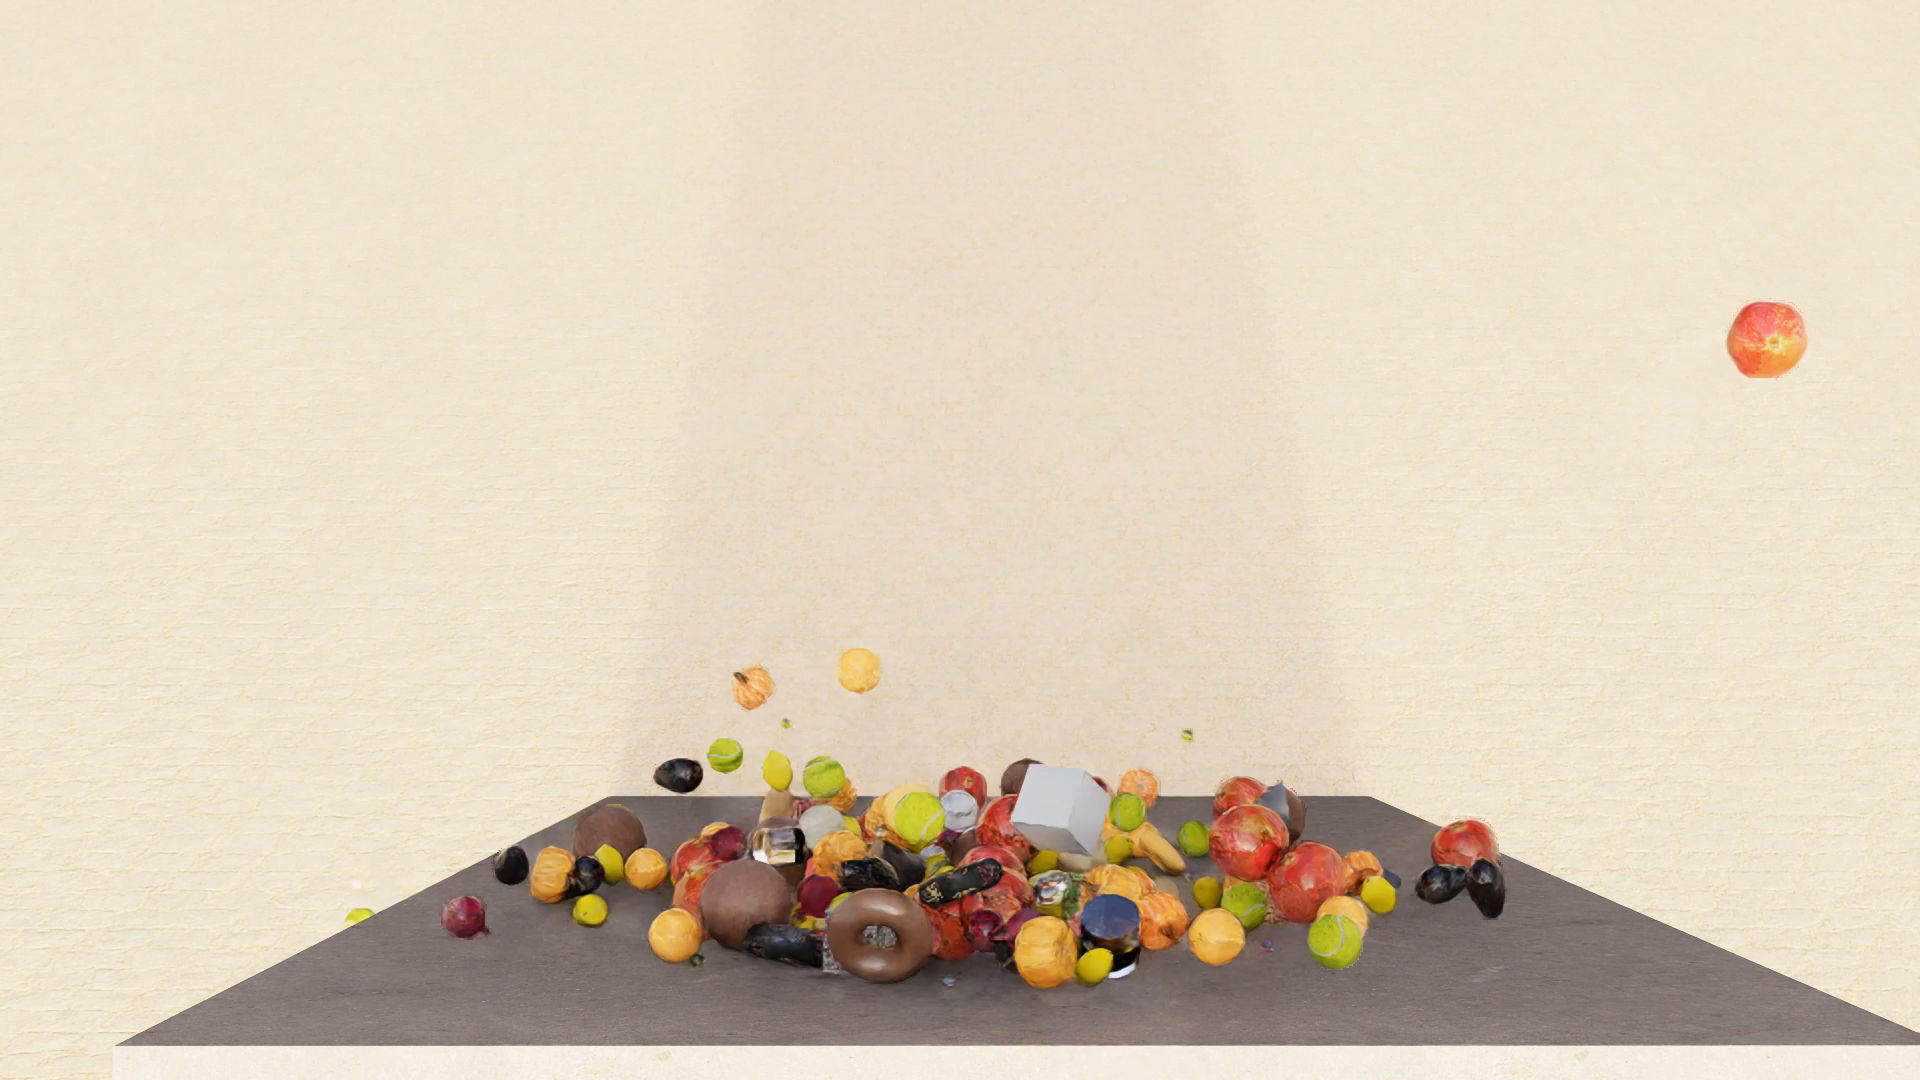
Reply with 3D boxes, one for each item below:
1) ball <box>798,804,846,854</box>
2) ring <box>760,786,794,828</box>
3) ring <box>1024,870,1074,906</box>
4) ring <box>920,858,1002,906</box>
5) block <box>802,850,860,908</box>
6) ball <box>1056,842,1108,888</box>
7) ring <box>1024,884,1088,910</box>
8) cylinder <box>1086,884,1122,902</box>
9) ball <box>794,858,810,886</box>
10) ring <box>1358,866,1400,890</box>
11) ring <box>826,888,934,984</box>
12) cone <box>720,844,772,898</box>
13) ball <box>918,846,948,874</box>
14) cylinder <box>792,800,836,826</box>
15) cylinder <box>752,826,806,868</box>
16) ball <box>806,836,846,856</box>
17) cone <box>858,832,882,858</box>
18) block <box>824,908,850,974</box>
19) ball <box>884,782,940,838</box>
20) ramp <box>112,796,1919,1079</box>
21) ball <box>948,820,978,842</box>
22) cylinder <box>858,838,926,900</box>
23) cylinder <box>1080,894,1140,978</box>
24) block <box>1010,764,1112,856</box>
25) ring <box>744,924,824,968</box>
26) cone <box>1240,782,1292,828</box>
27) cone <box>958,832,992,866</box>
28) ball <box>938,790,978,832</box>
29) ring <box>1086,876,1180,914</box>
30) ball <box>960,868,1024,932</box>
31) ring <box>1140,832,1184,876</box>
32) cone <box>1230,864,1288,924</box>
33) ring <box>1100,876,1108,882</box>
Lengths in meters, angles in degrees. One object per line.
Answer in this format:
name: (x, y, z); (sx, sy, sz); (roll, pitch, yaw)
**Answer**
ball: (-0.215, 0.450, 4.038); (0.076, 0.076, 0.076); (0, 35, 0)
ring: (-0.351, 0.536, 4.964); (0.045, 0.134, 0.134); (6, 35, 9)
ring: (0.131, 0.514, 3.833); (0.078, 0.026, 0.078); (-12, 20, 4)
ring: (0.000, 0.451, 3.423); (0.116, 0.039, 0.116); (-19, -6, -2)
block: (-0.205, 0.541, 4.157); (0.062, 0.062, 0.062); (27, 50, -26)
ball: (0.200, 0.525, 4.234); (0.084, 0.084, 0.084); (0, 35, 0)
ring: (0.156, 0.574, 4.181); (0.112, 0.037, 0.112); (3, 1, 0)
cylinder: (0.222, 0.545, 3.844); (0.052, 0.052, 0.052); (-18, 51, -24)
ball: (-0.263, 0.577, 4.502); (0.051, 0.051, 0.051); (0, 35, 0)
ring: (0.718, 0.581, 4.454); (0.077, 0.026, 0.077); (13, 7, -2)
ring: (-0.100, 0.498, 3.266); (0.137, 0.137, 0.046); (5, 28, 7)
cone: (-0.360, 0.553, 4.359); (0.088, 0.088, 0.088); (-1, -1, 0)
ball: (-0.050, 0.582, 4.729); (0.053, 0.053, 0.053); (0, 35, 0)
cylinder: (-0.308, 0.590, 5.498); (0.077, 0.077, 0.077); (4, 33, -18)
cylinder: (-0.271, 0.462, 3.906); (0.060, 0.060, 0.060); (0, 31, -32)
ball: (-0.258, 0.575, 4.983); (0.081, 0.081, 0.081); (0, 35, 0)
cone: (-0.176, 0.601, 4.975); (0.058, 0.058, 0.058); (9, 25, 13)
block: (-0.121, 0.526, 3.406); (0.082, 0.082, 0.082); (-1, -5, 33)
ball: (-0.076, 0.419, 4.021); (0.087, 0.087, 0.087); (0, 35, 0)
ramp: (0.077, 0.662, 4.827); (2.000, 0.100, 4.000); (0, -2, 0)
ball: (0.005, 0.598, 5.442); (0.066, 0.066, 0.066); (0, 35, 0)
cylinder: (-0.105, 0.512, 4.013); (0.077, 0.077, 0.077); (29, 31, -17)
cylinder: (0.195, 0.511, 3.354); (0.076, 0.076, 0.076); (-2, 39, 2)
block: (0.141, 0.376, 3.620); (0.090, 0.090, 0.090); (3, 60, 34)
ring: (-0.226, 0.545, 3.497); (0.131, 0.044, 0.131); (9, -5, 1)
cone: (0.506, 0.450, 4.343); (0.083, 0.083, 0.083); (-11, 34, 6)
cone: (0.019, 0.558, 4.750); (0.067, 0.067, 0.067); (-11, 32, 7)
ball: (-0.004, 0.494, 4.734); (0.075, 0.075, 0.075); (0, 35, 0)
ring: (0.275, 0.566, 4.133); (0.149, 0.050, 0.149); (-4, -2, 0)
ball: (0.048, 0.535, 3.874); (0.096, 0.096, 0.096); (0, 35, 0)
ring: (0.366, 0.569, 4.713); (0.034, 0.101, 0.101); (-45, 49, -11)
cone: (0.460, 0.542, 3.994); (0.089, 0.089, 0.089); (0, -2, 0)
ring: (0.220, 0.589, 4.497); (0.078, 0.026, 0.078); (2, -4, 0)
